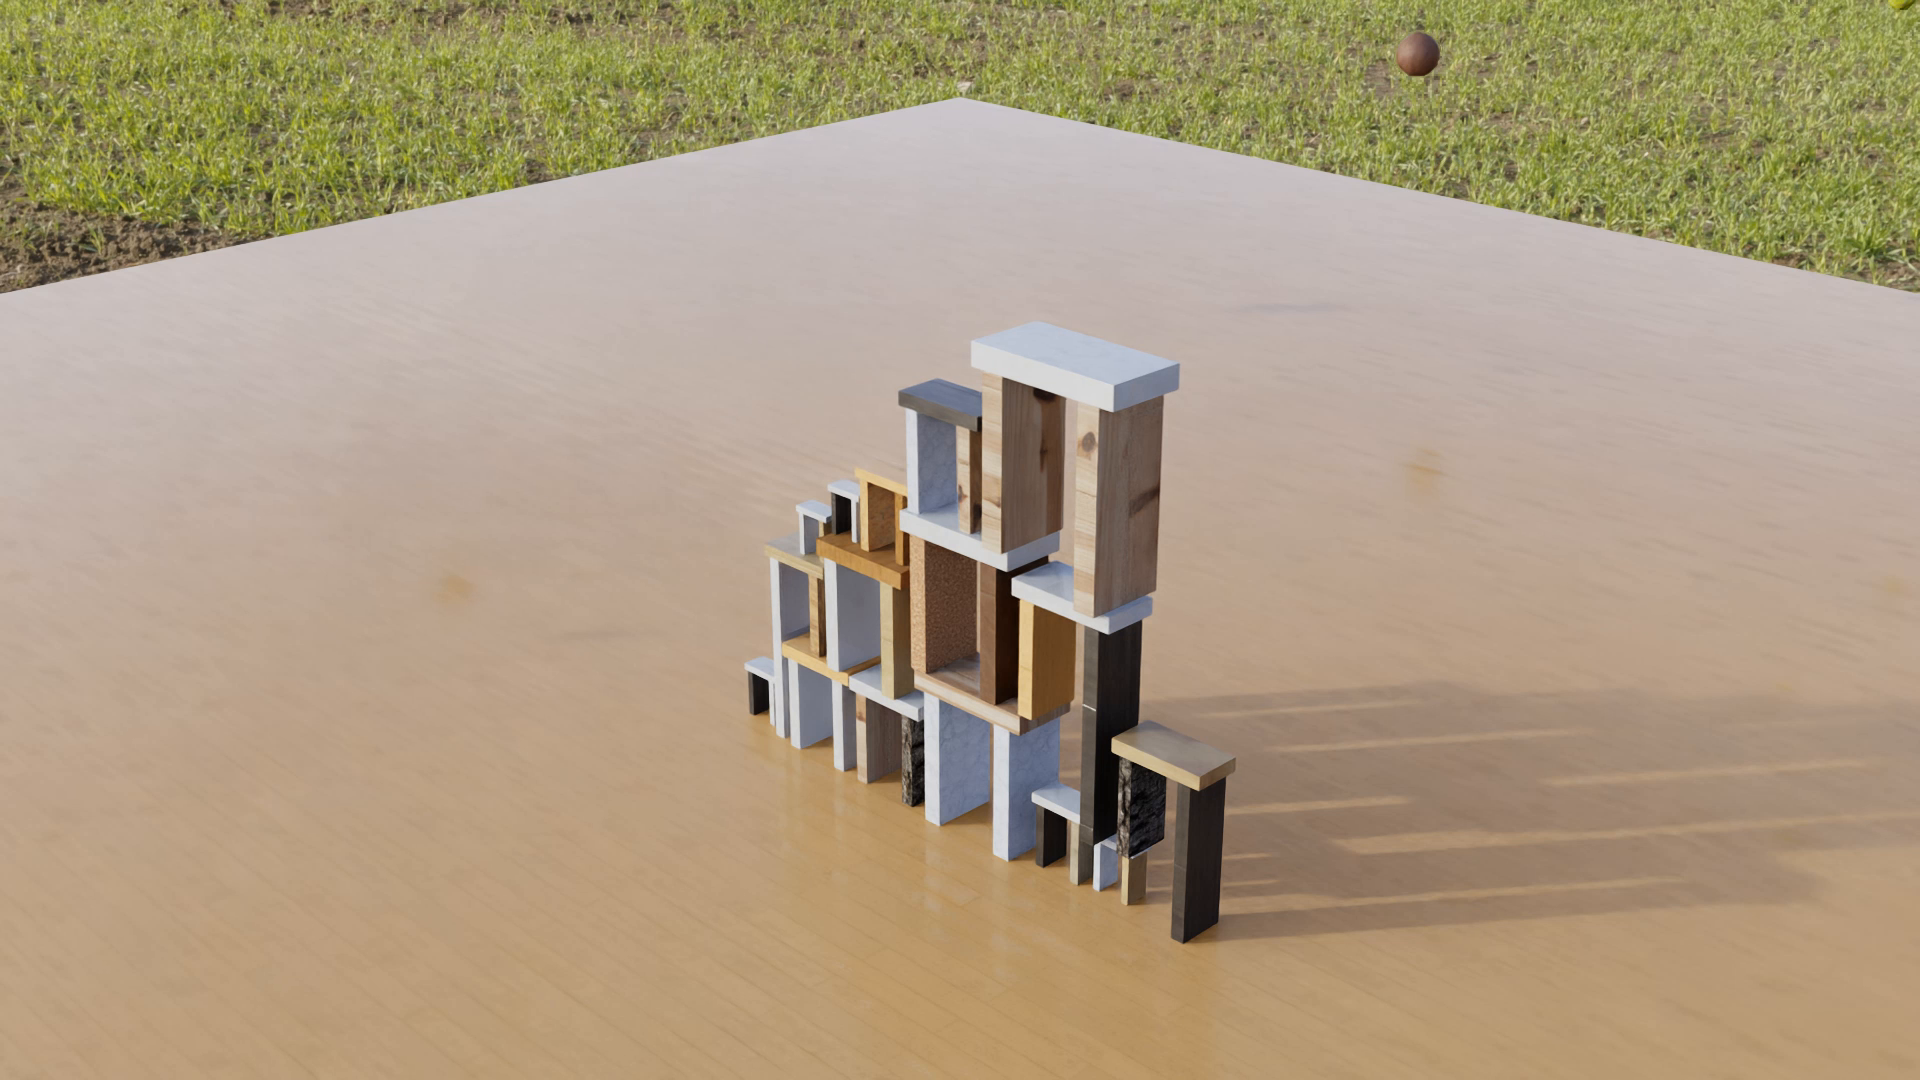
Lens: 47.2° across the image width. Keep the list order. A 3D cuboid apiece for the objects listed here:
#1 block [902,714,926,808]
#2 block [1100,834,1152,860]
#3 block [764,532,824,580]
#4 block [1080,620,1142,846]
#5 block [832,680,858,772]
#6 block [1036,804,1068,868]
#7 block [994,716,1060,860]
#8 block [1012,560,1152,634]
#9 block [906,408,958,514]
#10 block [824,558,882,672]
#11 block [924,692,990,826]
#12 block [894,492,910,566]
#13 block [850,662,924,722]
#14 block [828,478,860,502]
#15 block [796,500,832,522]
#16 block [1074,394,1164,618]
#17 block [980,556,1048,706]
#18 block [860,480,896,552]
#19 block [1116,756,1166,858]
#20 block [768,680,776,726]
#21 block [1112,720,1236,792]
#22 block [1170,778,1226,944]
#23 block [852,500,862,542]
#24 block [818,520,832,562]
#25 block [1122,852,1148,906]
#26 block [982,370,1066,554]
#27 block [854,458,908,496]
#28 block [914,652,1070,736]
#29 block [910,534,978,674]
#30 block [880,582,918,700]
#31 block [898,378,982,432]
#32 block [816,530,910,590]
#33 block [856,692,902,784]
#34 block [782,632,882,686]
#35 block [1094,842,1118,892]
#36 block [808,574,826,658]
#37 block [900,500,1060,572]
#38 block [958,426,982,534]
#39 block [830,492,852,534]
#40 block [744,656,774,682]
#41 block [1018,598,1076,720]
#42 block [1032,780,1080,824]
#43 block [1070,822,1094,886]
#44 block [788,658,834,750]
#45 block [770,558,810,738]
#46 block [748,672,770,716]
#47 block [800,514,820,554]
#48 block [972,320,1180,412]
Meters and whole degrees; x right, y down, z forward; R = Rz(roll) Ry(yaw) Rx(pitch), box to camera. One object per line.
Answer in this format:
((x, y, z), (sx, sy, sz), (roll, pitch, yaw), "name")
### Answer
((-0.071, 0.433, 4.480), (0.029, 0.203, 0.102), (21, 31, 41), "block")
((0.303, 0.564, 4.139), (0.106, 0.015, 0.053), (21, 31, 41), "block")
((-0.313, 0.032, 4.580), (0.183, 0.026, 0.091), (21, 31, 41), "block")
((0.278, 0.346, 4.066), (0.120, 0.445, 0.034), (-21, 31, -40), "block")
((-0.218, 0.373, 4.617), (0.103, 0.207, 0.029), (-21, 31, -41), "block")
((0.178, 0.562, 4.264), (0.019, 0.135, 0.067), (21, 31, 41), "block")
((0.130, 0.469, 4.288), (0.143, 0.286, 0.041), (-21, 31, -41), "block")
((0.222, 0.103, 4.024), (0.120, 0.034, 0.239), (-21, 31, -40), "block")
((-0.054, -0.163, 4.205), (0.029, 0.208, 0.104), (21, 31, 41), "block")
((-0.218, 0.137, 4.517), (0.035, 0.247, 0.123), (21, 31, 41), "block")
((-0.005, 0.416, 4.413), (0.143, 0.286, 0.041), (-21, 31, -41), "block")
((-0.092, -0.031, 4.316), (0.075, 0.150, 0.021), (-21, 31, -41), "block")
((-0.119, 0.307, 4.479), (0.203, 0.029, 0.102), (21, 31, 41), "block")
((-0.218, -0.100, 4.420), (0.091, 0.013, 0.045), (21, 31, 40), "block")
((-0.288, -0.059, 4.509), (0.092, 0.013, 0.046), (21, 31, 41), "block")
((0.280, -0.073, 3.890), (0.171, 0.395, 0.048), (-21, 31, -40), "block")
((0.103, 0.158, 4.185), (0.143, 0.286, 0.041), (-21, 31, -40), "block")
((-0.163, -0.059, 4.381), (0.021, 0.150, 0.075), (21, 31, 41), "block")
((0.337, 0.477, 4.064), (0.029, 0.205, 0.103), (21, 31, 41), "block")
((-0.391, 0.349, 4.804), (0.015, 0.105, 0.053), (21, 31, 41), "block")
((0.385, 0.388, 3.974), (0.205, 0.029, 0.103), (21, 31, 41), "block")
((0.434, 0.570, 3.999), (0.029, 0.326, 0.103), (21, 31, 41), "block")
((-0.197, -0.044, 4.421), (0.045, 0.091, 0.013), (-21, 31, -41), "block")
((-0.267, -0.002, 4.510), (0.013, 0.092, 0.046), (21, 31, 41), "block")
((0.328, 0.630, 4.140), (0.015, 0.106, 0.053), (21, 31, 41), "block")
((0.117, -0.161, 4.030), (0.048, 0.342, 0.171), (21, 31, 40), "block")
((-0.128, -0.124, 4.316), (0.075, 0.021, 0.150), (-21, 31, -41), "block")
((0.062, 0.292, 4.287), (0.143, 0.041, 0.286), (-21, 31, -40), "block")
((-0.031, 0.105, 4.310), (0.143, 0.286, 0.041), (-21, 31, -41), "block")
((-0.101, 0.184, 4.411), (0.035, 0.251, 0.123), (21, 31, 41), "block")
((-0.006, -0.253, 4.114), (0.208, 0.029, 0.104), (21, 31, 40), "block")
((-0.160, 0.030, 4.408), (0.247, 0.035, 0.123), (21, 31, 41), "block")
((-0.167, 0.395, 4.569), (0.029, 0.203, 0.102), (21, 31, 41), "block")
((-0.267, 0.245, 4.616), (0.207, 0.029, 0.103), (21, 31, 41), "block")
((0.278, 0.611, 4.186), (0.015, 0.106, 0.053), (21, 31, 41), "block")
((-0.270, 0.145, 4.581), (0.091, 0.183, 0.026), (-21, 31, -41), "block")
((0.036, -0.019, 4.184), (0.286, 0.041, 0.143), (21, 31, 41), "block")
((0.044, -0.125, 4.115), (0.029, 0.208, 0.104), (21, 31, 41), "block")
((-0.240, -0.060, 4.460), (0.013, 0.091, 0.045), (21, 31, 40), "block")
((-0.416, 0.284, 4.803), (0.105, 0.015, 0.053), (21, 31, 41), "block")
((0.164, 0.207, 4.130), (0.120, 0.239, 0.034), (-21, 31, -40), "block")
((0.210, 0.503, 4.205), (0.135, 0.019, 0.068), (21, 31, 41), "block")
((0.241, 0.587, 4.205), (0.019, 0.135, 0.067), (21, 31, 41), "block")
((-0.315, 0.335, 4.707), (0.029, 0.207, 0.103), (21, 31, 41), "block")
((-0.356, 0.220, 4.706), (0.026, 0.419, 0.091), (21, 31, 41), "block")
((-0.441, 0.329, 4.850), (0.015, 0.105, 0.053), (21, 31, 41), "block")
((-0.310, -0.019, 4.550), (0.013, 0.092, 0.046), (21, 31, 41), "block")
((0.201, -0.309, 3.878), (0.171, 0.048, 0.342), (-21, 31, -40), "block")
